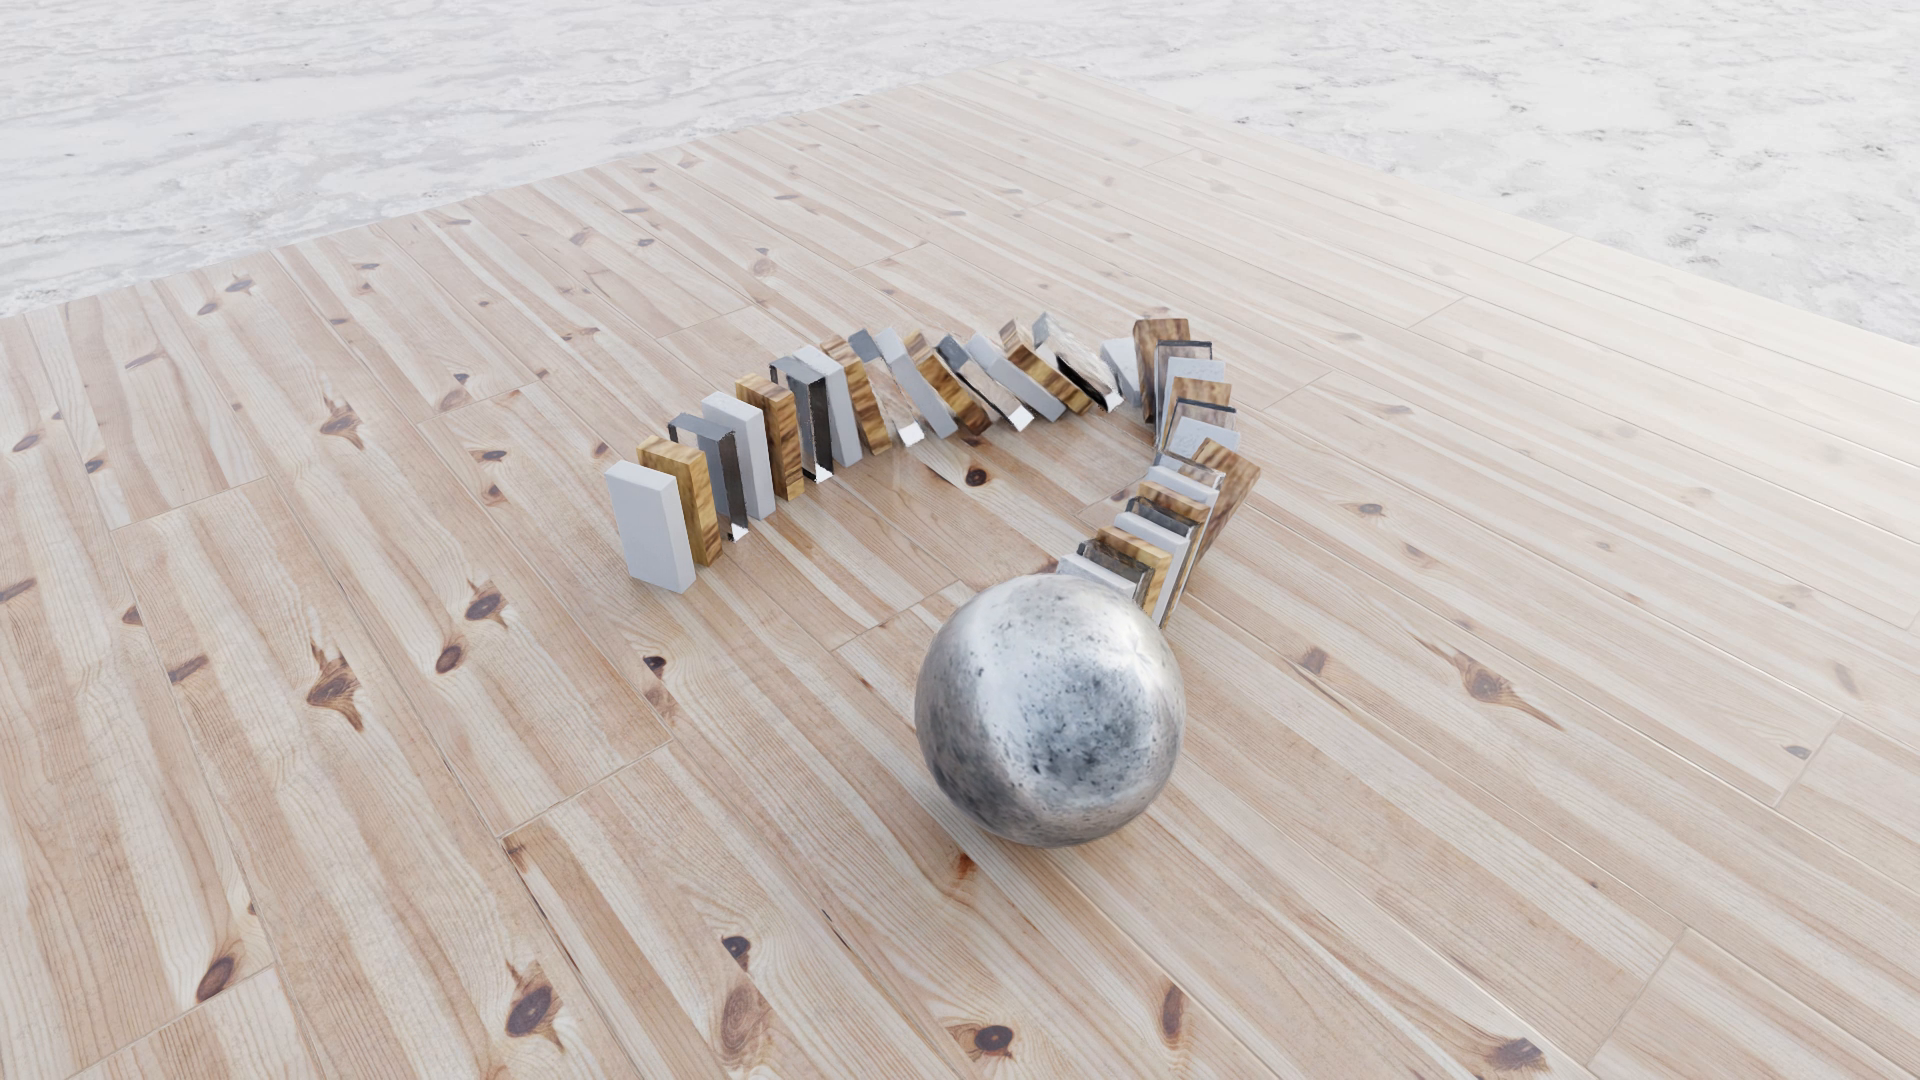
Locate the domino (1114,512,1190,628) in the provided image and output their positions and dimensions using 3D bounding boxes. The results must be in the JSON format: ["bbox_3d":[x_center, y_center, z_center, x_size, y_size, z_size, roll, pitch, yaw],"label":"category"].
[{"bbox_3d":[0.060,0.018,0.390,0.025,0.050,0.009,29,23,30],"label":"domino"}]

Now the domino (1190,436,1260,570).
[{"bbox_3d":[0.094,-0.013,0.436,0.025,0.009,0.050,35,83,22],"label":"domino"}]

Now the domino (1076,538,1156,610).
[{"bbox_3d":[0.046,0.028,0.378,0.025,0.050,0.009,29,23,30],"label":"domino"}]

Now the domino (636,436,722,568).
[{"bbox_3d":[-0.109,-0.015,0.429,0.025,0.050,0.009,18,43,20],"label":"domino"}]

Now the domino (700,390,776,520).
[{"bbox_3d":[-0.091,-0.034,0.453,0.025,0.050,0.010,25,45,27],"label":"domino"}]

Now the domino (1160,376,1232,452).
[{"bbox_3d":[0.101,-0.045,0.477,0.025,0.010,0.050,10,75,12],"label":"domino"}]

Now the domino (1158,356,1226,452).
[{"bbox_3d":[0.103,-0.056,0.491,0.025,0.010,0.050,7,74,8],"label":"domino"}]

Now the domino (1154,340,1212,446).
[{"bbox_3d":[0.103,-0.067,0.506,0.025,0.010,0.050,3,71,3],"label":"domino"}]

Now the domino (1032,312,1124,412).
[{"bbox_3d":[0.056,-0.084,0.521,0.050,0.009,0.025,35,30,-26],"label":"domino"}]

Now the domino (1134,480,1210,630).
[{"bbox_3d":[0.071,0.006,0.404,0.025,0.050,0.009,28,23,30],"label":"domino"}]

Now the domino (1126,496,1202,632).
[{"bbox_3d":[0.066,0.012,0.397,0.025,0.050,0.009,29,23,30],"label":"domino"}]

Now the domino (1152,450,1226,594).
[{"bbox_3d":[0.080,-0.006,0.419,0.025,0.050,0.009,27,22,29],"label":"domino"}]

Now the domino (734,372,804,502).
[{"bbox_3d":[-0.080,-0.043,0.464,0.025,0.050,0.009,28,47,30],"label":"domino"}]

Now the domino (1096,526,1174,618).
[{"bbox_3d":[0.054,0.023,0.384,0.025,0.050,0.009,29,23,30],"label":"domino"}]

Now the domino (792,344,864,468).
[{"bbox_3d":[-0.058,-0.058,0.482,0.010,0.050,0.025,-34,50,-24],"label":"domino"}]

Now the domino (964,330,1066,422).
[{"bbox_3d":[0.026,-0.075,0.510,0.050,0.009,0.025,29,19,-41],"label":"domino"}]

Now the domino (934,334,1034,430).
[{"bbox_3d":[0.011,-0.072,0.504,0.009,0.050,0.025,-44,43,11],"label":"domino"}]

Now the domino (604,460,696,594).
[{"bbox_3d":[-0.117,-0.004,0.417,0.025,0.050,0.009,17,42,20],"label":"domino"}]

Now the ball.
[{"bbox_3d":[0.026,0.050,0.327,0.080,0.080,0.080,0,39,0],"label":"ball"}]

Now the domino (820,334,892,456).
[{"bbox_3d":[-0.046,-0.064,0.489,0.010,0.050,0.025,-29,46,-10],"label":"domino"}]

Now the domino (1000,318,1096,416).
[{"bbox_3d":[0.041,-0.081,0.518,0.050,0.009,0.025,33,28,-30],"label":"domino"}]

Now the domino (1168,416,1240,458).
[{"bbox_3d":[0.094,-0.023,0.450,0.025,0.009,0.050,20,78,19],"label":"domino"}]

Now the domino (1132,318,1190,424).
[{"bbox_3d":[0.098,-0.080,0.522,0.025,0.010,0.050,-2,71,-4],"label":"domino"}]

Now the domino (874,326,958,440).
[{"bbox_3d":[-0.020,-0.071,0.499,0.009,0.050,0.025,-32,42,6],"label":"domino"}]

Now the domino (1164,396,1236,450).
[{"bbox_3d":[0.098,-0.033,0.463,0.025,0.009,0.050,14,76,16],"label":"domino"}]

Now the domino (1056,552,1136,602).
[{"bbox_3d":[0.039,0.033,0.372,0.025,0.050,0.009,29,23,30],"label":"domino"}]

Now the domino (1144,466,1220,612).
[{"bbox_3d":[0.076,0.000,0.412,0.025,0.050,0.010,28,23,30],"label":"domino"}]

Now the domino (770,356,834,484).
[{"bbox_3d":[-0.068,-0.052,0.474,0.025,0.050,0.009,31,49,32],"label":"domino"}]

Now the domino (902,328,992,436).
[{"bbox_3d":[-0.005,-0.072,0.502,0.010,0.050,0.025,-37,41,10],"label":"domino"}]

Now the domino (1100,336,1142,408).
[{"bbox_3d":[0.090,-0.084,0.546,0.025,0.009,0.050,-9,40,-10],"label":"domino"}]

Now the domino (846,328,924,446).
[{"bbox_3d":[-0.033,-0.068,0.495,0.009,0.050,0.025,-29,43,-1],"label":"domino"}]

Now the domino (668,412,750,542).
[{"bbox_3d":[-0.101,-0.025,0.442,0.025,0.050,0.009,20,43,22],"label":"domino"}]
